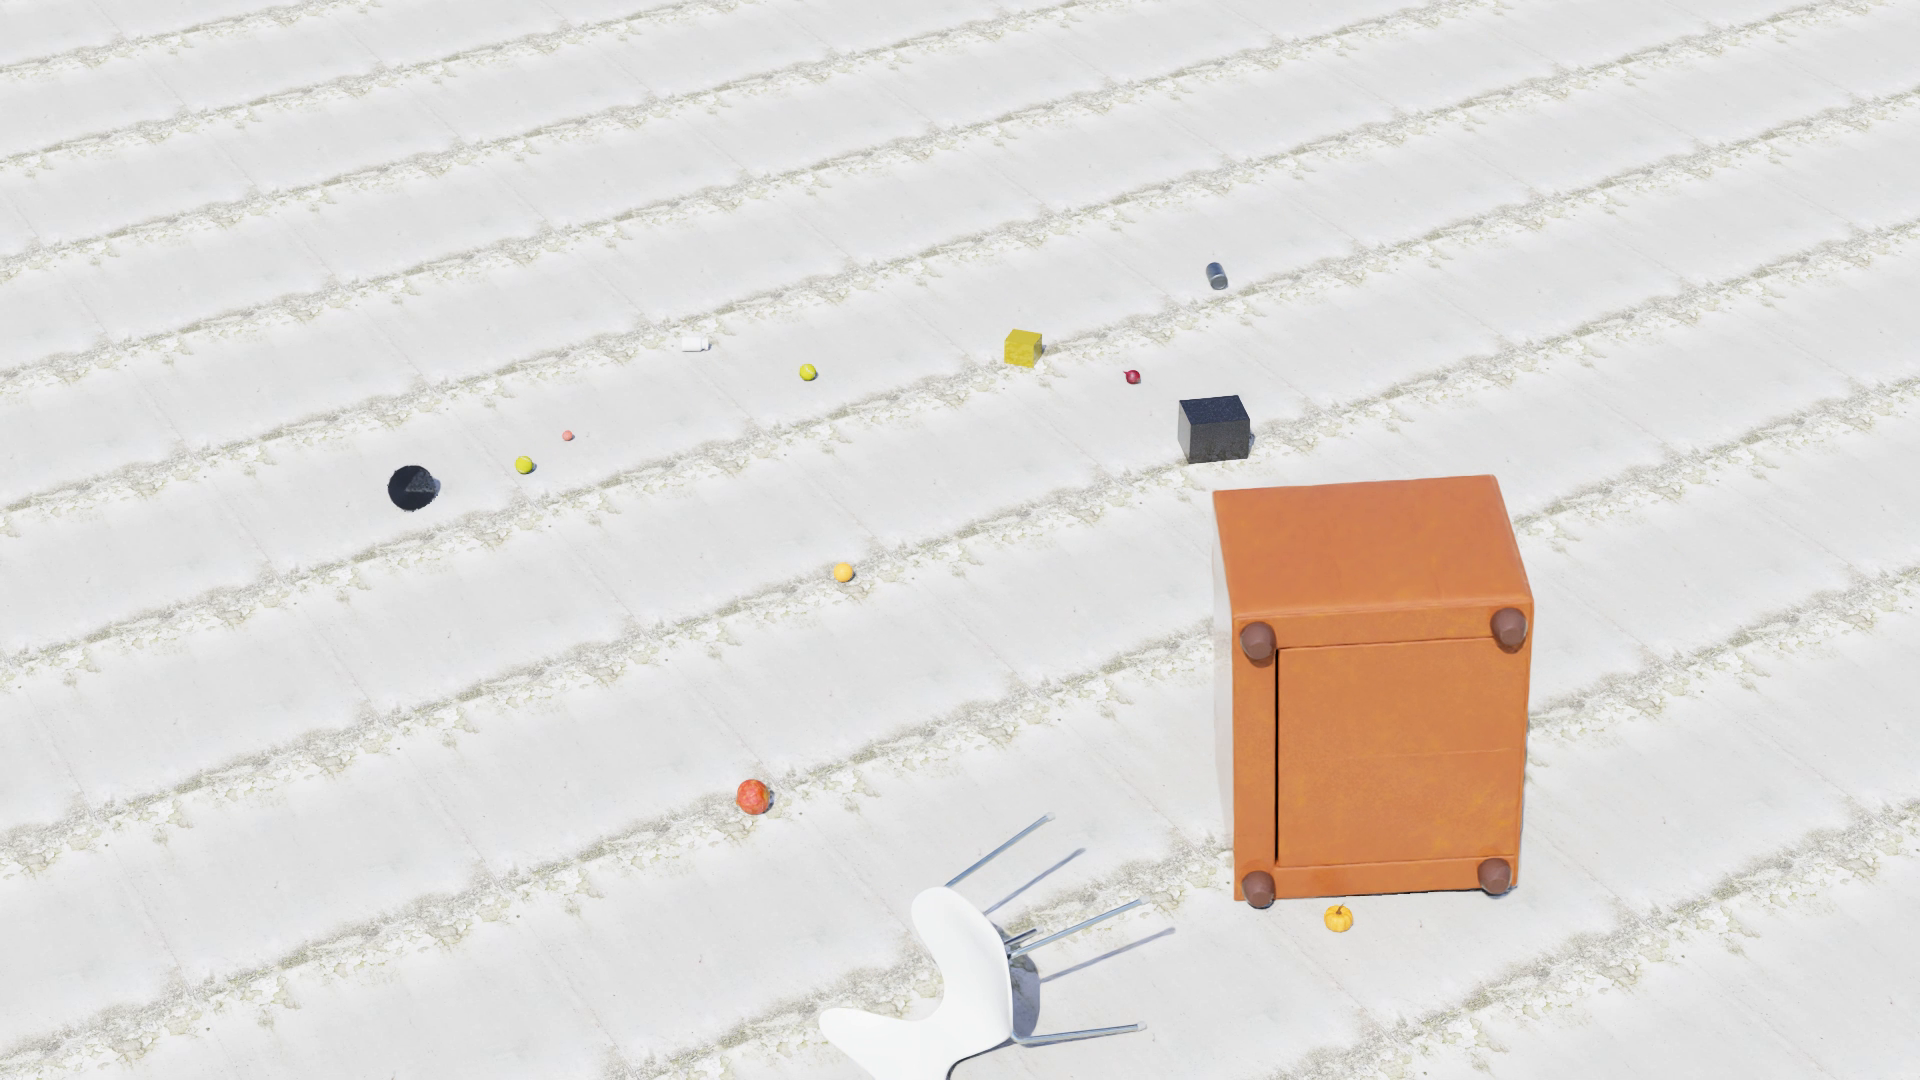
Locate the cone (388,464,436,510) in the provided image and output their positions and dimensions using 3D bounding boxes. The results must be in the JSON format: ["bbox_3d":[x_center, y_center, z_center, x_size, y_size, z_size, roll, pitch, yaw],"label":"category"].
[{"bbox_3d":[-2.116,-0.186,11.162,0.211,0.172,0.120,-31,8,-41],"label":"cone"}]

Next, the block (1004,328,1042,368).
[{"bbox_3d":[0.260,-0.787,12.044,0.126,0.105,0.108,12,35,17],"label":"block"}]

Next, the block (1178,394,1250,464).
[{"bbox_3d":[0.989,-0.431,11.436,0.237,0.178,0.190,-6,34,-8],"label":"block"}]
